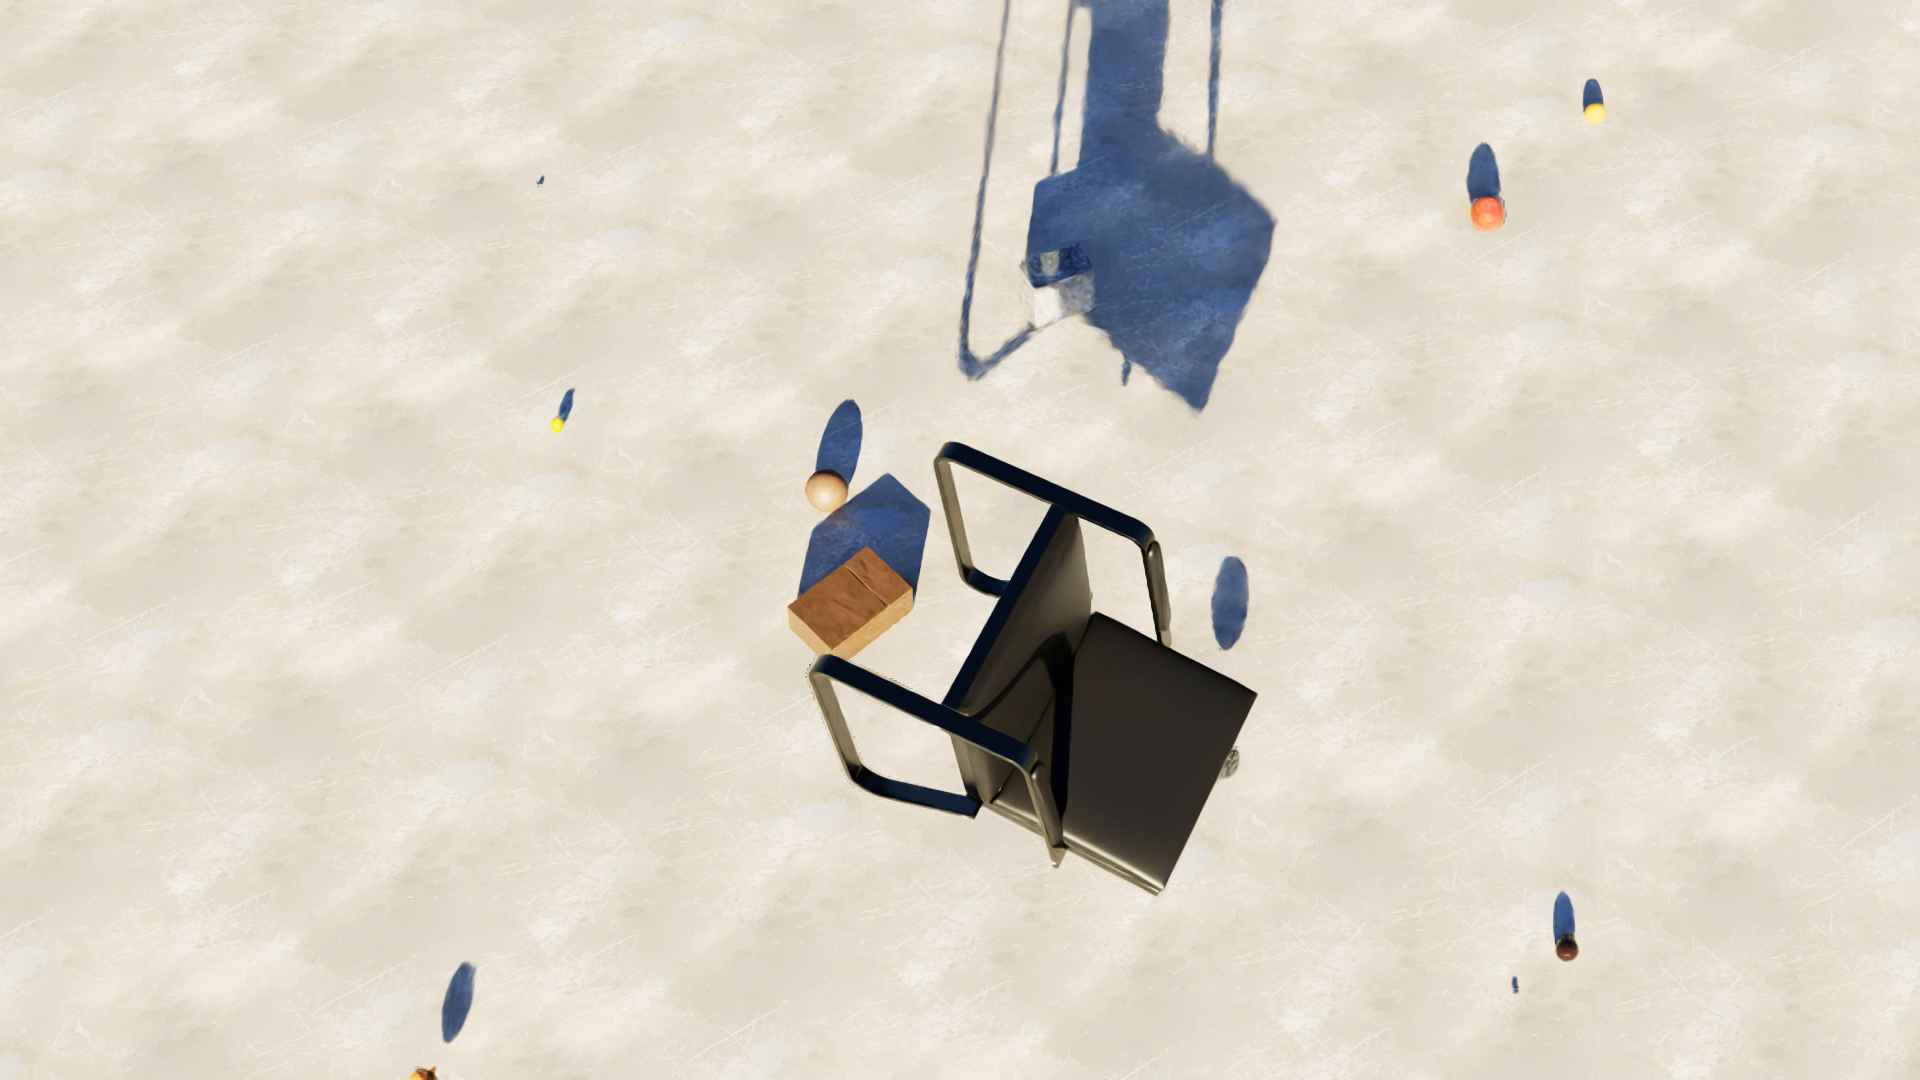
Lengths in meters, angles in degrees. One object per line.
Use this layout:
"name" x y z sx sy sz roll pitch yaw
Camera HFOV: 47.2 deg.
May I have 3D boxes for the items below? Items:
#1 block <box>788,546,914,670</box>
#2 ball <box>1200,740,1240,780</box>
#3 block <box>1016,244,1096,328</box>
"block" -0.316 0.198 6.369 0.306 0.120 0.198 -38 64 -22
"ball" 0.701 0.590 5.918 0.107 0.107 0.107 0 56 0
"block" 0.307 -0.809 7.003 0.210 0.172 0.137 -19 51 -12
